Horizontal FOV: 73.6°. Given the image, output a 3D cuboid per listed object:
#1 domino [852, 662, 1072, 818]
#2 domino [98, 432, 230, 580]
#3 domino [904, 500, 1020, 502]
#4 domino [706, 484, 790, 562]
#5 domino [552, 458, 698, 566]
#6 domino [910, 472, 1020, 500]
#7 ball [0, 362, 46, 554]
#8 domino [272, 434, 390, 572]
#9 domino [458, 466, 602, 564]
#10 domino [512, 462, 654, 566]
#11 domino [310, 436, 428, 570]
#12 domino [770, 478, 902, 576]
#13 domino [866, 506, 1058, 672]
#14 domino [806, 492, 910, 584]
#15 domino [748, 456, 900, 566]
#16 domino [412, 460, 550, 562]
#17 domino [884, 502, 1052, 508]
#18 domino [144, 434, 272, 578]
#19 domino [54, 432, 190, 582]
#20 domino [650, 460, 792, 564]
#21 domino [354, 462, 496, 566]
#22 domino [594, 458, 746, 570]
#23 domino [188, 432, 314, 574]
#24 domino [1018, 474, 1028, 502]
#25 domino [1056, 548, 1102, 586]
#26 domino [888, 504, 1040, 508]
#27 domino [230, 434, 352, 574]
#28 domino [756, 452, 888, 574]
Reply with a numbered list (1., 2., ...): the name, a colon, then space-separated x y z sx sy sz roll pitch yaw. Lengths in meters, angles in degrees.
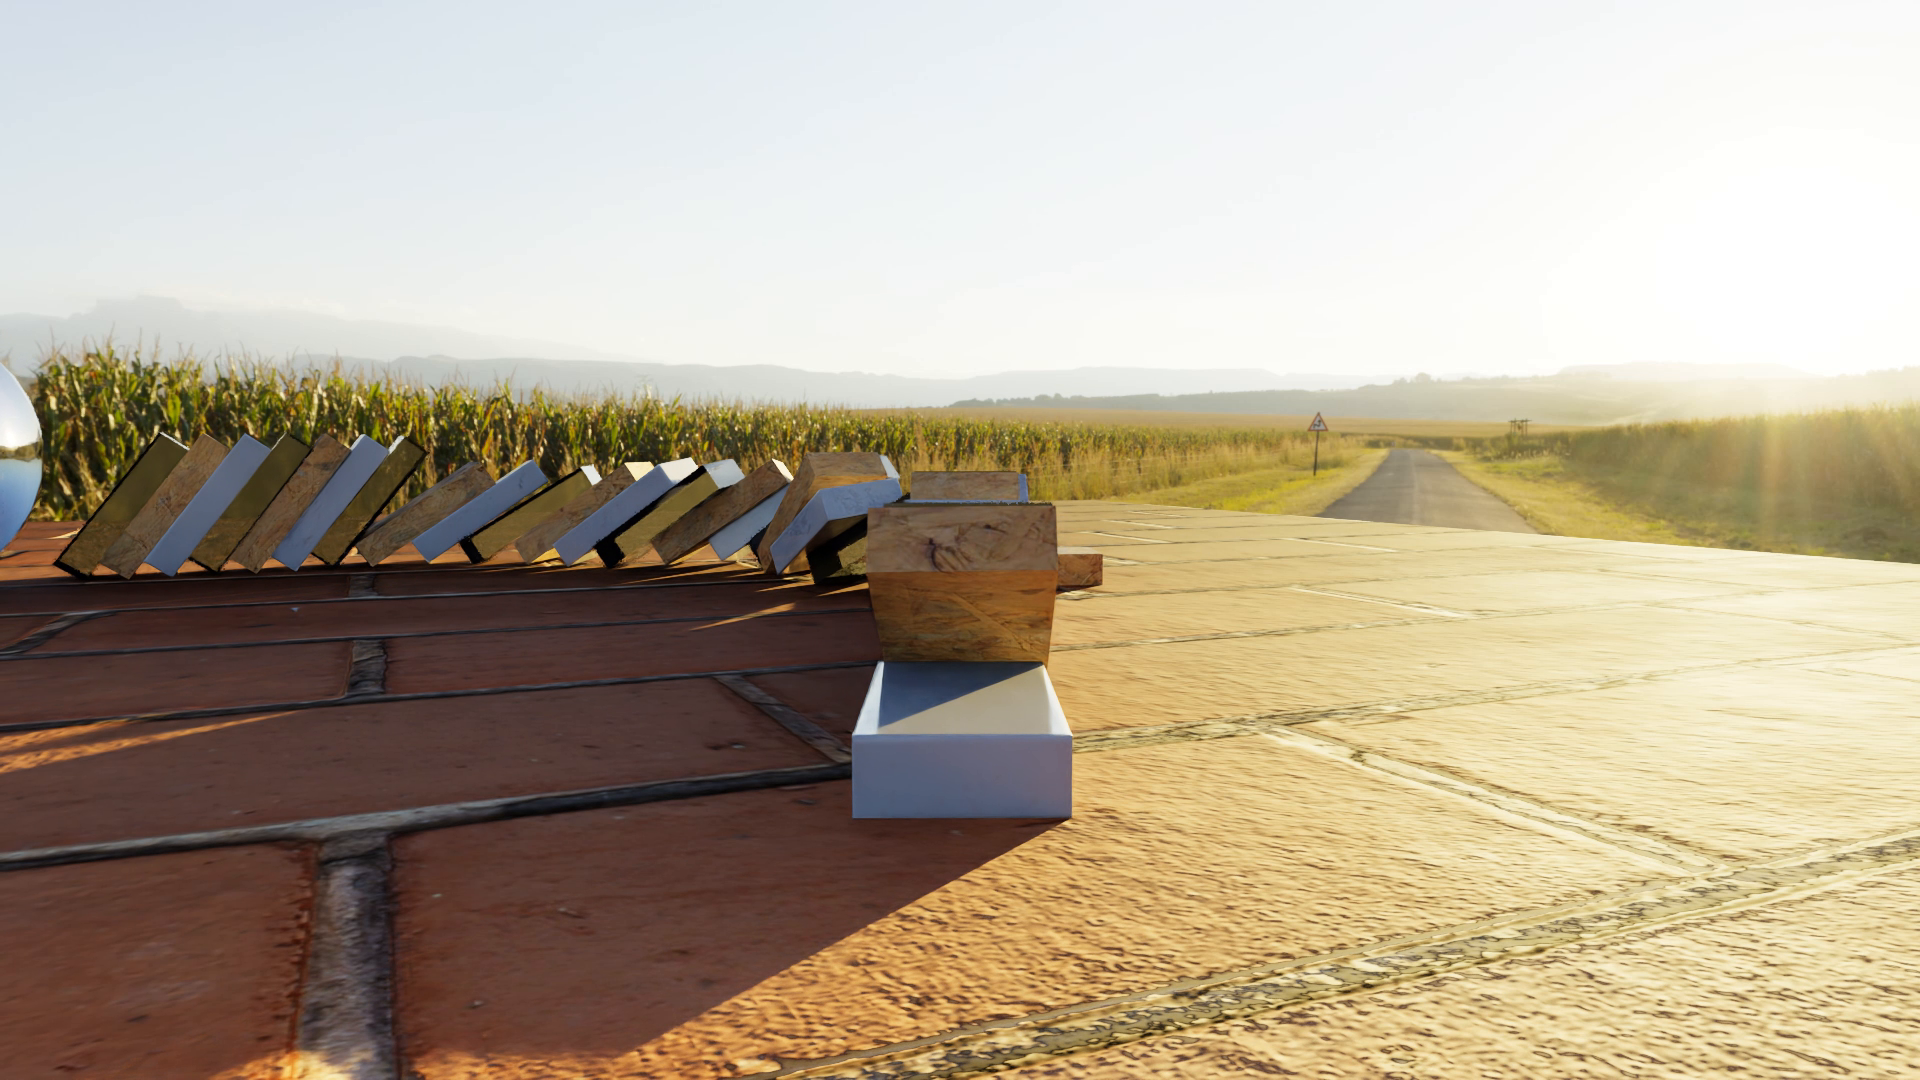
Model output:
1. domino: 0.000 0.025 0.171 0.025 0.010 0.050 0 4 0
2. domino: -0.257 -0.012 0.417 0.010 0.050 0.025 38 -15 -26
3. domino: 0.000 0.005 0.298 0.025 0.009 0.050 0 -22 0
4. domino: -0.063 -0.010 0.450 0.050 0.010 0.025 -34 -2 1
5. domino: -0.115 -0.010 0.447 0.050 0.010 0.025 -34 0 16
6. domino: 0.001 0.001 0.317 0.025 0.009 0.050 0 -29 0
7. ball: -0.288 -0.023 0.335 0.080 0.080 0.080 0 4 0
8. domino: -0.217 -0.013 0.441 0.010 0.050 0.025 39 -14 -25
9. domino: -0.154 -0.009 0.464 0.050 0.009 0.025 -32 7 -3
10. domino: -0.132 -0.010 0.459 0.050 0.010 0.025 -34 0 8
11. domino: -0.207 -0.014 0.450 0.009 0.050 0.025 40 -15 -25
12. domino: -0.038 -0.004 0.391 0.025 0.009 0.050 -11 -15 -29
13. domino: 0.001 0.011 0.191 0.025 0.010 0.050 -1 -27 1
14. domino: -0.020 -0.001 0.383 0.025 0.010 0.050 -4 -18 -46
15. domino: -0.046 -0.010 0.437 0.050 0.009 0.025 -39 -16 20
16. domino: -0.175 -0.011 0.467 0.050 0.010 0.025 -38 16 -18
17. domino: 0.001 0.010 0.210 0.025 0.010 0.050 0 -27 0
18. domino: -0.247 -0.012 0.422 0.009 0.050 0.025 38 -14 -26
19. domino: -0.268 -0.011 0.412 0.010 0.050 0.025 38 -14 -26
20. domino: -0.081 -0.010 0.446 0.050 0.010 0.025 -34 0 0
21. domino: -0.192 -0.010 0.460 0.050 0.009 0.025 -39 20 -21
22. domino: -0.099 -0.009 0.440 0.050 0.010 0.025 -34 0 15
23. domino: -0.237 -0.013 0.428 0.009 0.050 0.025 38 -15 -26
24. domino: 0.003 -0.001 0.355 0.025 0.010 0.050 -1 -28 -7
25. domino: 0.017 0.008 0.397 0.050 0.009 0.025 0 4 -4
26. domino: 0.000 0.009 0.231 0.025 0.009 0.050 0 -25 -1
27. domino: -0.227 -0.013 0.434 0.009 0.050 0.025 38 -14 -26
28. domino: -0.045 -0.008 0.413 0.025 0.010 0.050 -3 -36 -33
